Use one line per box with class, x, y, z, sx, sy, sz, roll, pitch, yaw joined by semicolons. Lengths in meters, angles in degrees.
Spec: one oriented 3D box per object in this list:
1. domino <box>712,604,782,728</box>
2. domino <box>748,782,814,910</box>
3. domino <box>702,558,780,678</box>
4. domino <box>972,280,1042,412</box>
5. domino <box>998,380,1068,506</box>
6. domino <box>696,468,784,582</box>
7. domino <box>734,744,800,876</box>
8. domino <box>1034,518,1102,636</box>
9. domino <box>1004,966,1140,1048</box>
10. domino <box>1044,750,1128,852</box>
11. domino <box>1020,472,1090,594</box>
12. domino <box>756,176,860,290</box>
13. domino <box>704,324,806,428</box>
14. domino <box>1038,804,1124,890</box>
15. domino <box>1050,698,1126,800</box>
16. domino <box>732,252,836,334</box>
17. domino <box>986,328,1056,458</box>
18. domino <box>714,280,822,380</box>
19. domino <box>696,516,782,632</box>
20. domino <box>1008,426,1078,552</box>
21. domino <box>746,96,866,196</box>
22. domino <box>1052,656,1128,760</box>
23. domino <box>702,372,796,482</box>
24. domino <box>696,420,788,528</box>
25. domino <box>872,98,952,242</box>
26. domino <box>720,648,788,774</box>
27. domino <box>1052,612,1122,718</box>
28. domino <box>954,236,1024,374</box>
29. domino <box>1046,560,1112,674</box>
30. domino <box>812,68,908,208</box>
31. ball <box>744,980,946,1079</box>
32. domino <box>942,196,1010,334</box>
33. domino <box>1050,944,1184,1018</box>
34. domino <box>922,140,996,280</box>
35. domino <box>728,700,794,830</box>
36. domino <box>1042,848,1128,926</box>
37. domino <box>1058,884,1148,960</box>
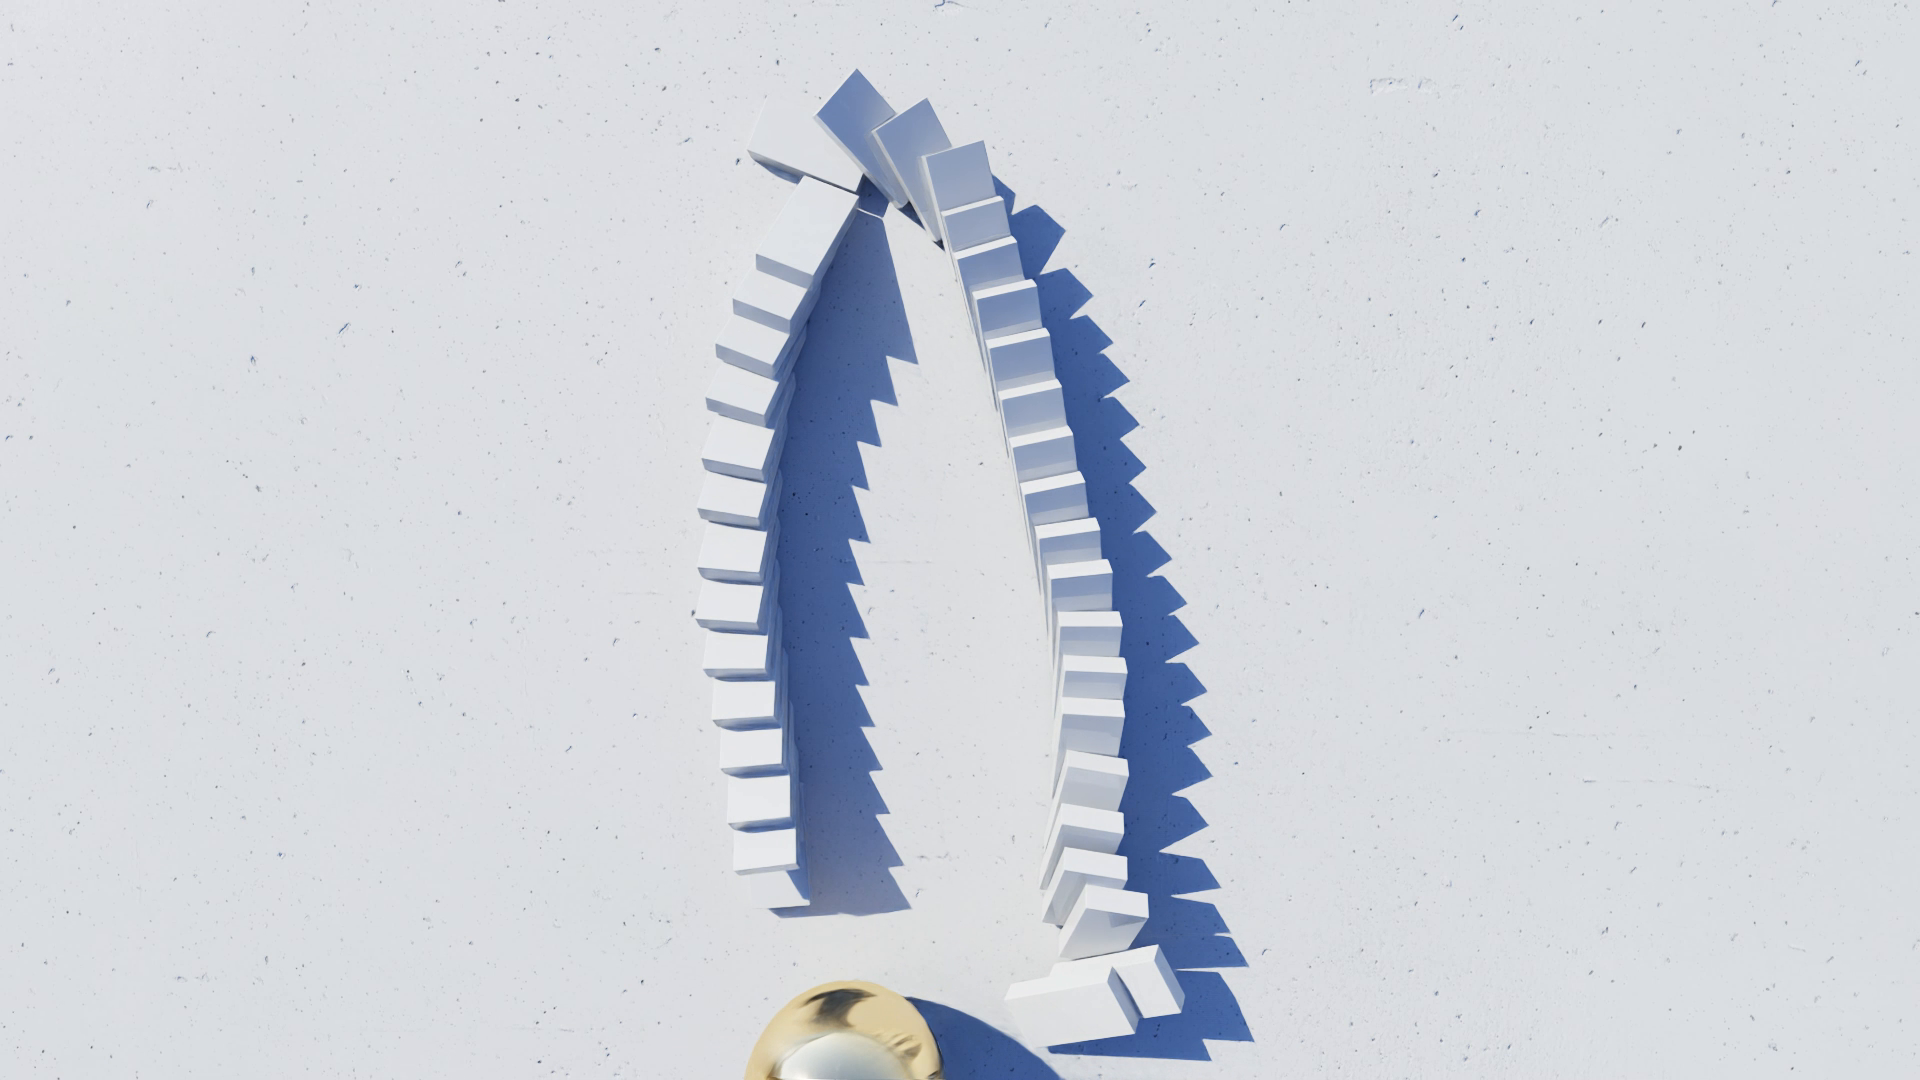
domino;-0.088;0.052;0.384;0.025;0.009;0.050;-4;60;0
domino;-0.078;0.132;0.395;0.025;0.009;0.050;-4;90;0
domino;-0.091;0.032;0.384;0.025;0.009;0.050;0;60;0
domino;0.022;-0.080;0.382;0.025;0.010;0.050;-13;122;-2
domino;0.033;-0.040;0.384;0.025;0.010;0.050;-12;119;0
domino;-0.091;-0.007;0.384;0.025;0.009;0.050;5;60;0
domino;-0.080;0.112;0.382;0.025;0.010;0.050;-6;58;-1
domino;0.046;0.016;0.383;0.025;0.010;0.050;-8;122;0
domino;0.046;0.196;0.383;0.050;0.009;0.025;-25;96;28
domino;0.052;0.112;0.384;0.025;0.009;0.050;9;119;0
domino;0.041;-0.002;0.383;0.025;0.009;0.050;-12;121;0
domino;-0.063;-0.129;0.384;0.025;0.010;0.050;21;61;0
domino;-0.085;-0.073;0.384;0.025;0.010;0.050;17;62;0
domino;0.050;0.130;0.380;0.025;0.010;0.050;9;130;0
domino;0.053;0.088;0.382;0.025;0.009;0.050;3;123;1
domino;-0.073;-0.111;0.384;0.025;0.010;0.050;21;61;0
domino;0.028;-0.061;0.383;0.025;0.009;0.050;-12;121;0
domino;-0.080;-0.093;0.384;0.025;0.009;0.050;21;61;0
domino;-0.092;0.013;0.383;0.025;0.010;0.050;4;61;2
domino;0.037;-0.021;0.384;0.025;0.010;0.050;-12;119;0
domino;-0.063;-0.169;0.395;0.050;0.009;0.025;21;90;0
domino;0.053;0.071;0.383;0.025;0.010;0.050;3;122;-1
domino;-0.088;-0.050;0.384;0.025;0.010;0.050;11;62;1
domino;-0.090;-0.031;0.384;0.025;0.009;0.050;9;62;0
domino;-0.013;-0.155;0.385;0.025;0.010;0.050;-33;116;-1
domino;-0.086;0.071;0.384;0.025;0.010;0.050;-5;60;0
domino;0.052;0.053;0.383;0.025;0.009;0.050;0;122;0
domino;0.016;-0.097;0.382;0.025;0.010;0.050;-16;122;0
domino;0.050;0.033;0.382;0.025;0.010;0.050;-6;122;-2
domino;-0.035;-0.167;0.384;0.050;0.009;0.025;41;89;-27
ball;-0.045;0.217;0.360;0.080;0.080;0.080;0;90;0
domino;0.011;-0.114;0.384;0.025;0.009;0.050;-16;119;0
domino;0.065;0.187;0.383;0.050;0.010;0.025;-25;96;28
domino;0.003;-0.138;0.384;0.025;0.010;0.050;-18;115;-5
domino;-0.083;0.093;0.382;0.025;0.009;0.050;-6;58;-1
domino;0.051;0.145;0.379;0.025;0.010;0.050;9;134;0
domino;0.058;0.160;0.379;0.025;0.010;0.050;10;134;-2
